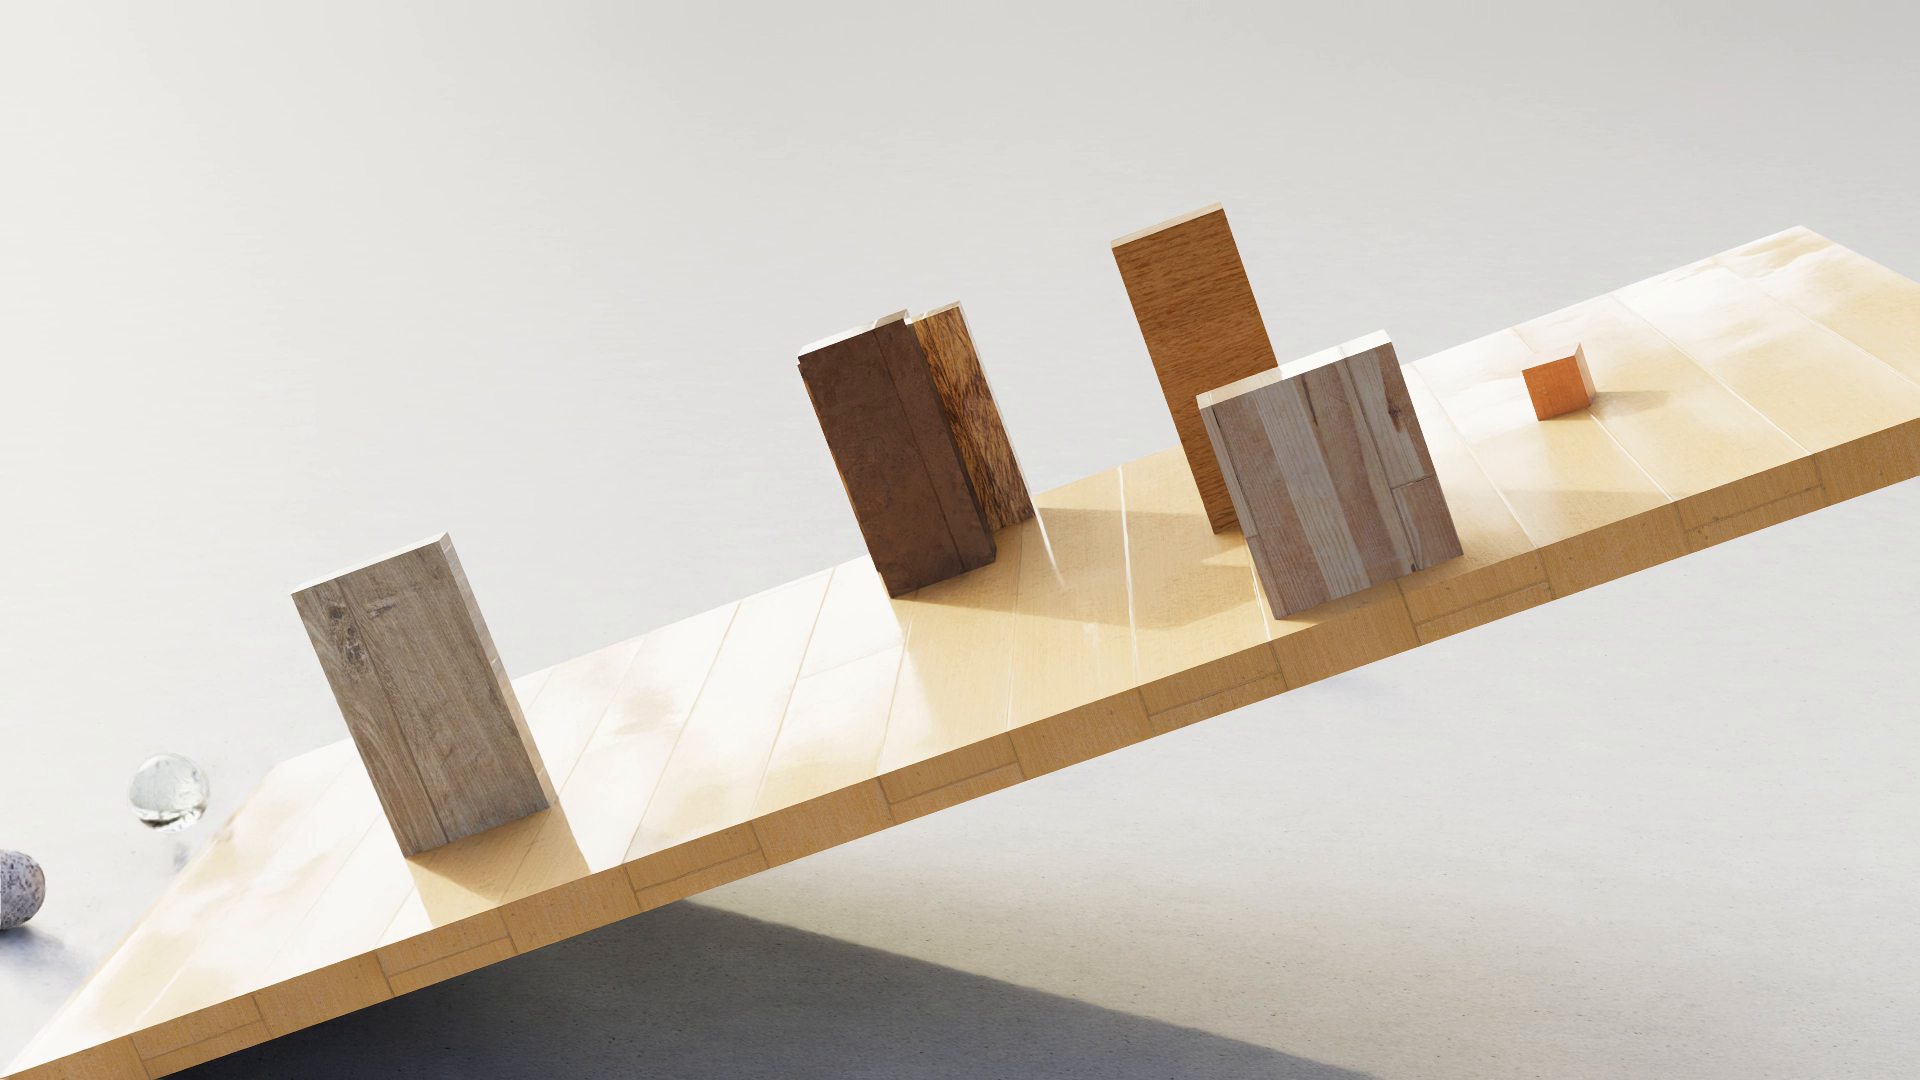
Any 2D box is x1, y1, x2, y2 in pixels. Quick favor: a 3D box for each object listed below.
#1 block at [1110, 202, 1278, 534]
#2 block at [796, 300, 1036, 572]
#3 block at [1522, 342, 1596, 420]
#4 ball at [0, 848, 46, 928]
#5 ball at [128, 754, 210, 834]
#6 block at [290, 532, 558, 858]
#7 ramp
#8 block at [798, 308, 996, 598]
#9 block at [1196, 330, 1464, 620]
[{"bbox_3d":[0.539,-0.359,6.162,0.243,0.642,0.126,-19,11,6],"label":"block"},{"bbox_3d":[-0.100,-0.247,7.034,0.408,0.537,0.101,-19,11,6],"label":"block"},{"bbox_3d":[1.247,-0.331,6.123,0.113,0.113,0.113,-16,12,22],"label":"block"},{"bbox_3d":[-2.138,0.780,6.582,0.180,0.180,0.180,0,13,0],"label":"ball"},{"bbox_3d":[-1.922,0.616,7.151,0.193,0.193,0.193,0,13,0],"label":"ball"},{"bbox_3d":[-1.090,0.318,6.002,0.325,0.595,0.086,-19,11,6],"label":"block"},{"bbox_3d":[0.116,0.177,6.297,4.000,0.100,2.000,-19,11,6],"label":"ramp"},{"bbox_3d":[-0.140,-0.197,6.719,0.255,0.596,0.146,-19,11,6],"label":"block"},{"bbox_3d":[0.675,-0.120,5.381,0.363,0.416,0.141,-19,11,6],"label":"block"}]
